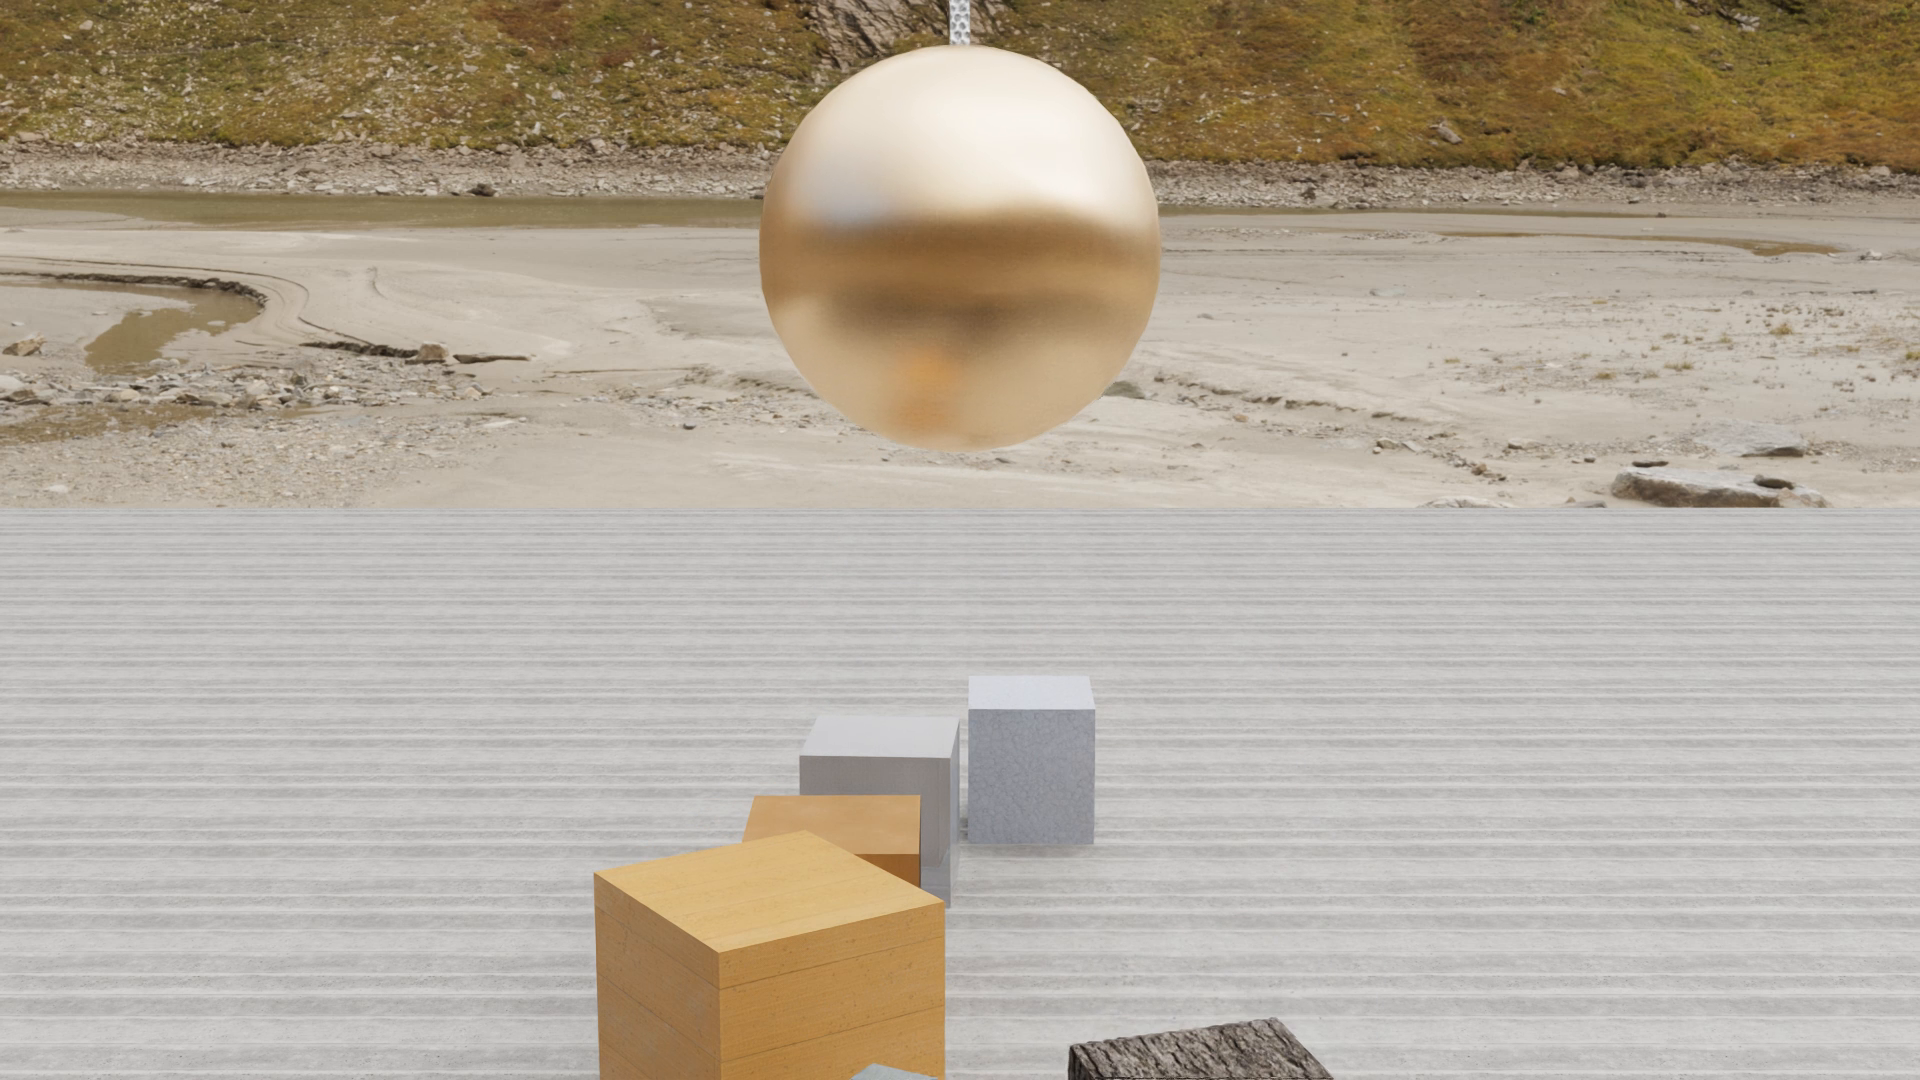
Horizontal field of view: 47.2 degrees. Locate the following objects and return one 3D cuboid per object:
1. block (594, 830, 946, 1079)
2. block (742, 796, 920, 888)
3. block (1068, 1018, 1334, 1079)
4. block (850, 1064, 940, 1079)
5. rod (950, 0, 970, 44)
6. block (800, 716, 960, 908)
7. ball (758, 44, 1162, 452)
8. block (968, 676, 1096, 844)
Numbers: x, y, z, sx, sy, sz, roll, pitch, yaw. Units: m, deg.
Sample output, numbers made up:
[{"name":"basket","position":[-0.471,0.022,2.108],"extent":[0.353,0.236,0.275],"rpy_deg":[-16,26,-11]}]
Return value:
[{"name":"block","position":[-0.679,1.670,7.764],"extent":[0.870,0.936,0.953],"rpy_deg":[-7,12,-33]},{"name":"block","position":[-0.524,1.527,9.154],"extent":[0.715,0.721,0.796],"rpy_deg":[0,10,-1]},{"name":"block","position":[0.623,1.582,5.254],"extent":[0.556,0.577,0.647],"rpy_deg":[-4,15,-16]},{"name":"block","position":[-0.182,2.051,6.794],"extent":[0.614,0.534,0.676],"rpy_deg":[6,12,29]},{"name":"rod","position":[0.000,-4.483,9.394],"extent":[0.080,5.200,0.080],"rpy_deg":[0,-11,0]},{"name":"block","position":[-0.370,1.284,10.484],"extent":[0.695,0.723,0.713],"rpy_deg":[1,10,3]},{"name":"ball","position":[0.000,-1.149,8.730],"extent":[1.600,1.600,1.600],"rpy_deg":[0,10,0]},{"name":"block","position":[0.362,1.129,11.393],"extent":[0.636,0.703,0.697],"rpy_deg":[0,10,1]}]
